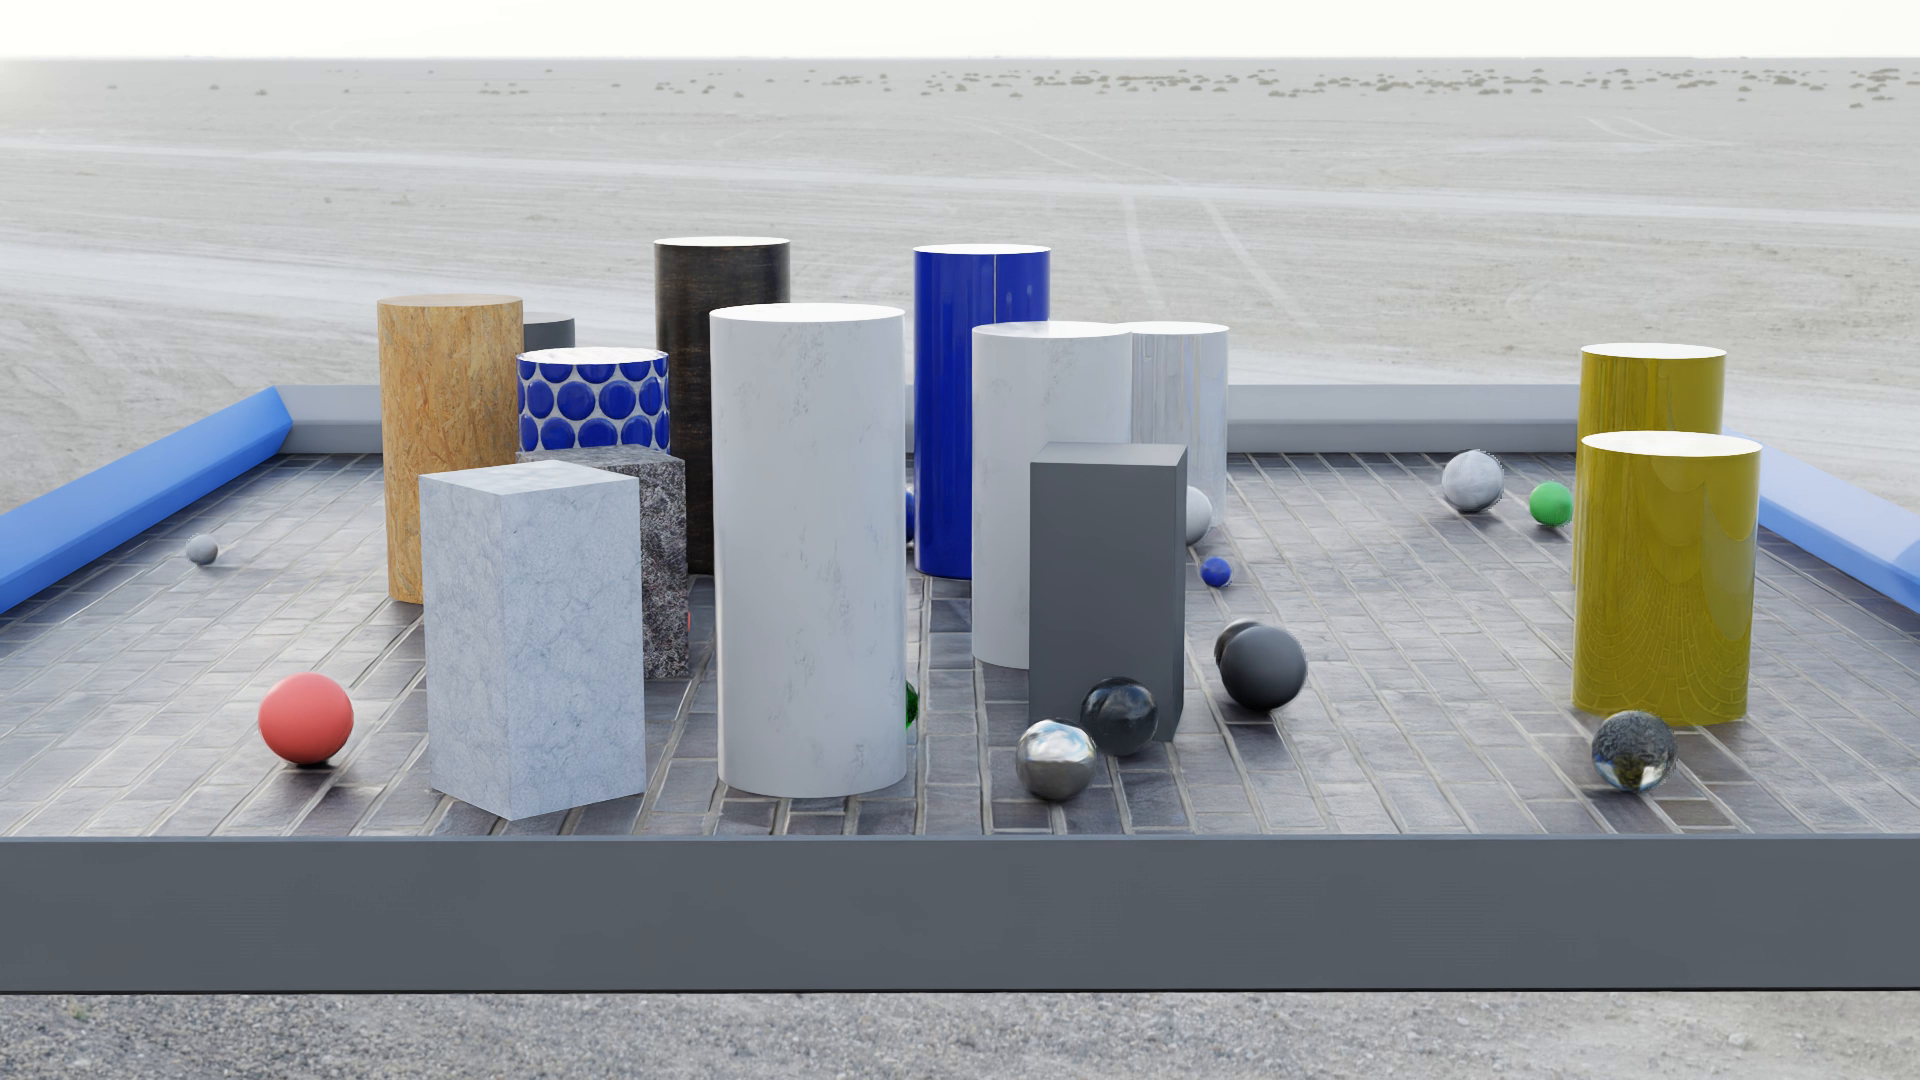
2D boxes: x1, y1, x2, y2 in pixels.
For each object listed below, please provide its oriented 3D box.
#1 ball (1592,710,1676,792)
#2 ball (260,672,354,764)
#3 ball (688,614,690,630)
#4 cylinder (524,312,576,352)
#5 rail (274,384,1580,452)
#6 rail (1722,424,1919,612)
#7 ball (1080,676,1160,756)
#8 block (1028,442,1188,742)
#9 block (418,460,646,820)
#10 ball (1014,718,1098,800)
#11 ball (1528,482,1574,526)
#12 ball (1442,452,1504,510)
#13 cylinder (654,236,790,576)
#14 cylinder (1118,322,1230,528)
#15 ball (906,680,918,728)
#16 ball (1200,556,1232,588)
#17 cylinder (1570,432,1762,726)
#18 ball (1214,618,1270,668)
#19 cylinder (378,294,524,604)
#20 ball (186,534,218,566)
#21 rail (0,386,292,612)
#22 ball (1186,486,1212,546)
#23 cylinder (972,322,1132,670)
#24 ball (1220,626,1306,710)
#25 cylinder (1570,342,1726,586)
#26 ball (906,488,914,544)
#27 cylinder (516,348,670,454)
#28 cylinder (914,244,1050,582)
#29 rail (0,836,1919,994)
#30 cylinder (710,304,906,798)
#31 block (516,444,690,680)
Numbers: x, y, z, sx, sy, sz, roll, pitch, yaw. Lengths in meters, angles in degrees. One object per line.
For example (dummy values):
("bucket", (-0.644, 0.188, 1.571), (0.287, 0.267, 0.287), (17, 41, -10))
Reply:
("ball", (0.683, 0.214, 2.602), (0.082, 0.082, 0.082), (0, 10, 0))
("ball", (-0.689, 0.188, 2.704), (0.097, 0.097, 0.097), (0, 10, 0))
("ball", (-0.373, 0.104, 3.252), (0.063, 0.063, 0.063), (0, 10, 0))
("cylinder", (-0.677, -0.160, 3.878), (0.197, 0.353, 0.197), (0, 10, 0))
("rail", (-0.008, -0.226, 4.847), (2.583, 0.128, 0.045), (0, 10, 0))
("rail", (1.268, 0.032, 3.456), (0.045, 0.128, 2.892), (0, 10, 0))
("ball", (0.170, 0.188, 2.736), (0.085, 0.085, 0.085), (0, 10, 0))
("block", (0.166, 0.054, 2.856), (0.158, 0.305, 0.158), (2, 11, 9))
("block", (-0.430, 0.095, 2.584), (0.158, 0.323, 0.158), (-9, 14, -40))
("ball", (0.096, 0.220, 2.570), (0.082, 0.082, 0.082), (0, 10, 0))
("ball", (0.945, -0.058, 4.099), (0.071, 0.071, 0.071), (0, 10, 0))
("ball", (0.847, -0.098, 4.240), (0.098, 0.098, 0.098), (0, 10, 0))
("cylinder", (-0.345, -0.200, 3.762), (0.197, 0.474, 0.197), (0, 10, 0))
("cylinder", (0.332, -0.186, 4.133), (0.197, 0.312, 0.197), (0, 10, 0))
("ball", (-0.079, 0.181, 2.824), (0.067, 0.067, 0.067), (0, 10, 0))
("ball", (0.360, 0.045, 3.620), (0.045, 0.045, 0.045), (0, 10, 0))
("cylinder", (0.805, 0.040, 2.932), (0.197, 0.304, 0.197), (0, 10, 0))
("ball", (0.342, 0.133, 3.044), (0.081, 0.081, 0.081), (0, 10, 0))
("cylinder", (-0.701, -0.130, 3.564), (0.197, 0.408, 0.197), (0, 10, 0))
("ball", (-1.115, 0.015, 3.780), (0.045, 0.045, 0.045), (0, 10, 0))
("rail", (-1.268, 0.034, 3.442), (0.045, 0.128, 2.892), (0, 10, 0))
("ball", (0.339, -0.037, 3.922), (0.096, 0.096, 0.096), (0, 10, 0))
("cylinder", (0.113, -0.059, 3.185), (0.197, 0.407, 0.197), (0, 10, 0))
("ball", (0.345, 0.146, 2.928), (0.097, 0.097, 0.097), (0, 10, 0))
("cylinder", (0.969, -0.101, 3.615), (0.197, 0.333, 0.197), (0, 10, 0))
("ball", (-0.103, -0.037, 3.921), (0.095, 0.095, 0.095), (0, 10, 0))
("cylinder", (-0.480, -0.068, 3.380), (0.197, 0.353, 0.197), (0, 10, 0))
("cylinder", (0.031, -0.188, 3.717), (0.197, 0.466, 0.197), (0, 10, 0))
("rail", (0.008, 0.292, 2.050), (2.583, 0.128, 0.045), (0, 10, 0))
("cylinder", (-0.154, 0.006, 2.635), (0.197, 0.480, 0.197), (0, 10, 0))
("block", (-0.434, 0.028, 3.113), (0.158, 0.262, 0.158), (-6, 12, -27))
